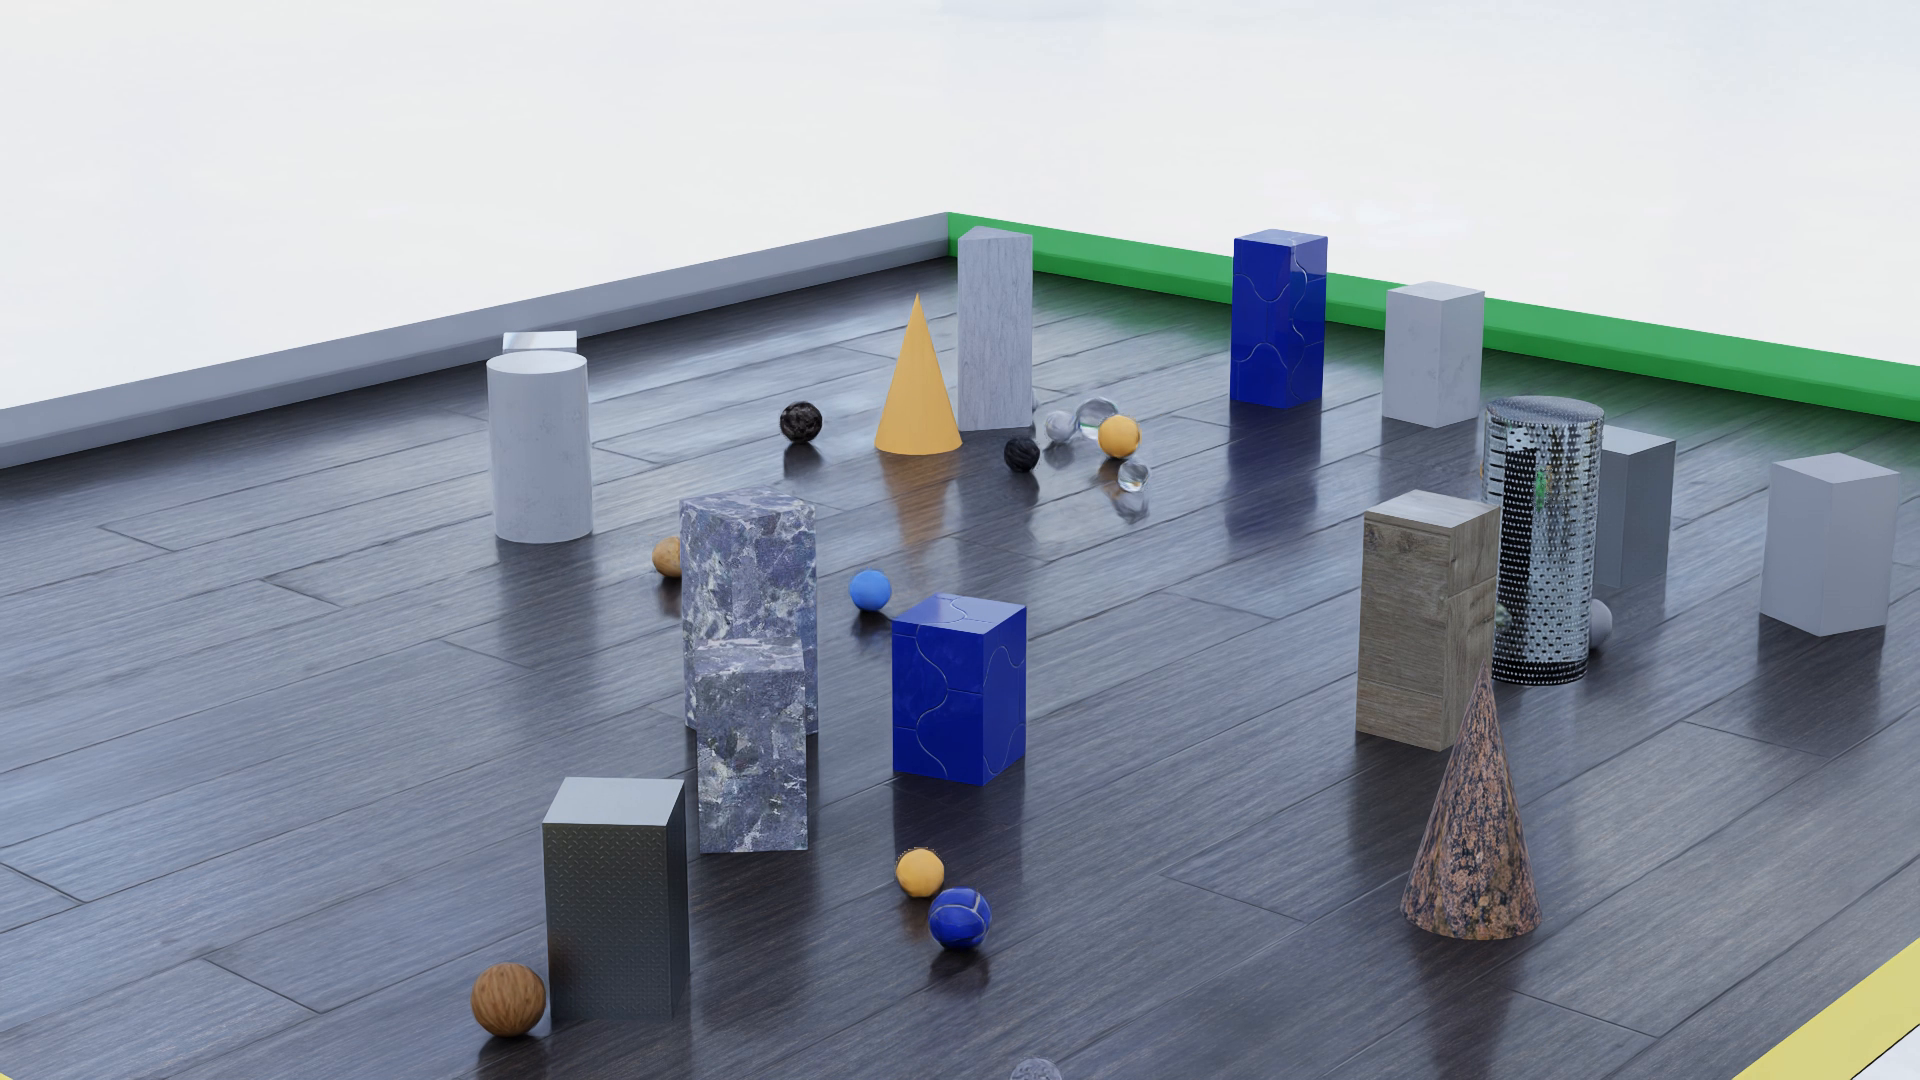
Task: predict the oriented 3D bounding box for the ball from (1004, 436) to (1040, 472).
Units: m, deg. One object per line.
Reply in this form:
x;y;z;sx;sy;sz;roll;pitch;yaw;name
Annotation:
0.123;-0.172;5.872;0.073;0.073;0.073;0;17;0;ball

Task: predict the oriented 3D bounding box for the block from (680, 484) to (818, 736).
-0.318;0.116;4.426;0.147;0.358;0.147;-12;20;-34;block

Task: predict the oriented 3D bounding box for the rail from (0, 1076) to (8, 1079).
-1.447;0.513;3.526;3.966;0.119;0.045;14;22;39;rail

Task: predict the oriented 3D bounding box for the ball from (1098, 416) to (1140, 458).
0.324;-0.211;5.975;0.087;0.087;0.087;0;17;0;ball

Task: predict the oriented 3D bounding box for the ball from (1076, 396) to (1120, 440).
0.286;-0.253;6.106;0.092;0.092;0.092;0;17;0;ball

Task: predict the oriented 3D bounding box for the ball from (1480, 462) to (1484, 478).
1.055;-0.133;5.722;0.079;0.079;0.079;0;17;0;ball

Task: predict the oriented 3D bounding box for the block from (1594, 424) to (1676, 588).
1.160;-0.061;5.211;0.147;0.243;0.147;-16;23;-41;block

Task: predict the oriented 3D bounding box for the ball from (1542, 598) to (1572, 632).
1.005;0.126;4.910;0.059;0.059;0.059;0;17;0;ball

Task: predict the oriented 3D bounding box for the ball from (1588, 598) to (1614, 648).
1.035;0.137;4.835;0.083;0.083;0.083;0;17;0;ball

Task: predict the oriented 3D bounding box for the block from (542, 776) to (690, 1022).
-0.415;0.434;3.558;0.147;0.253;0.147;1;17;3;block

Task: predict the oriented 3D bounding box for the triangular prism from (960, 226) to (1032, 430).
0.056;-0.452;6.215;0.159;0.409;0.138;-5;17;-15;triangular prism

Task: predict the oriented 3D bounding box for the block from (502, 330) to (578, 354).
-0.854;-0.295;5.997;0.147;0.235;0.147;-2;17;-7;block

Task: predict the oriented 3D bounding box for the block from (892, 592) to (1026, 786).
0.000;0.217;4.311;0.147;0.232;0.147;8;19;25;block

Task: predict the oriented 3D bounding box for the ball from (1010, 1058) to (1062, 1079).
0.086;0.613;3.298;0.061;0.061;0.061;0;17;0;ball

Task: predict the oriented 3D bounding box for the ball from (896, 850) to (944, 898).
-0.052;0.440;3.866;0.064;0.064;0.064;0;17;0;ball

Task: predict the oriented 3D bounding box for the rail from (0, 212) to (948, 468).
-1.480;-0.342;6.351;0.045;0.119;4.461;14;22;39;rail

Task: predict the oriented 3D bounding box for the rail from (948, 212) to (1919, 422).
1.447;-0.453;6.716;3.966;0.119;0.045;14;22;39;rail

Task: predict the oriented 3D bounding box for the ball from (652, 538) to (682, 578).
-0.510;0.031;5.203;0.072;0.072;0.072;0;17;0;ball

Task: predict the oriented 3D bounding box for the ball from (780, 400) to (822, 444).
-0.330;-0.245;6.087;0.088;0.088;0.088;0;17;0;ball

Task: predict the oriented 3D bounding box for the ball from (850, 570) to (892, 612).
-0.153;0.087;5.020;0.071;0.071;0.071;0;17;0;ball

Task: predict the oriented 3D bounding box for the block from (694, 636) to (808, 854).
-0.289;0.282;4.052;0.147;0.259;0.147;-1;17;-5;block

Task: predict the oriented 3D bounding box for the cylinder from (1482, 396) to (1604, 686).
0.923;0.000;4.687;0.184;0.430;0.184;0;17;0;cylinder

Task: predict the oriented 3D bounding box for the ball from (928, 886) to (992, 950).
-0.001;0.479;3.708;0.080;0.080;0.080;0;17;0;ball

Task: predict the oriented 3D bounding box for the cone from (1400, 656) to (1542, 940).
0.667;0.315;3.780;0.184;0.353;0.184;0;17;0;cone

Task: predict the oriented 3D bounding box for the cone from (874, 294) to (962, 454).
-0.087;-0.354;6.047;0.184;0.319;0.184;0;17;0;cone

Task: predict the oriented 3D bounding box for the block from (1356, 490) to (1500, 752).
0.706;0.120;4.431;0.147;0.349;0.147;13;21;37;block

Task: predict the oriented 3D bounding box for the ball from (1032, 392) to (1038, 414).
0.132;-0.296;6.289;0.067;0.067;0.067;0;17;0;ball

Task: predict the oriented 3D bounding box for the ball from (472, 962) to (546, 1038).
-0.535;0.545;3.477;0.088;0.088;0.088;0;17;0;ball

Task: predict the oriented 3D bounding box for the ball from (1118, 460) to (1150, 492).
0.339;-0.125;5.734;0.063;0.063;0.063;0;17;0;ball

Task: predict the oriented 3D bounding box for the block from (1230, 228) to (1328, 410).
0.697;-0.485;6.414;0.147;0.358;0.147;13;21;37;block

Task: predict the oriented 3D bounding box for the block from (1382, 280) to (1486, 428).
1.012;-0.398;6.270;0.147;0.275;0.147;-15;22;-41;block

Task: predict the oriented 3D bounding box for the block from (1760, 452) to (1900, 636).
1.468;0.006;4.951;0.147;0.266;0.147;-8;19;-25;block

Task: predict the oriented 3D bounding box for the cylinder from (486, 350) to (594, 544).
-0.780;-0.174;5.450;0.184;0.322;0.184;0;17;0;cylinder

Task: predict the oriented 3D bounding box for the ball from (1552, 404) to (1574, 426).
1.282;-0.266;6.232;0.043;0.043;0.043;0;17;0;ball

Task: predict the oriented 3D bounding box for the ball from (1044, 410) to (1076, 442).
0.209;-0.237;6.099;0.065;0.065;0.065;0;17;0;ball

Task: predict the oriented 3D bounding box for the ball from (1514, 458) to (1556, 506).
1.111;-0.110;5.636;0.091;0.091;0.091;0;17;0;ball

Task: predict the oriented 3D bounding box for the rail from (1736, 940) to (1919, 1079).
1.480;0.402;3.892;0.045;0.119;4.461;14;22;39;rail
